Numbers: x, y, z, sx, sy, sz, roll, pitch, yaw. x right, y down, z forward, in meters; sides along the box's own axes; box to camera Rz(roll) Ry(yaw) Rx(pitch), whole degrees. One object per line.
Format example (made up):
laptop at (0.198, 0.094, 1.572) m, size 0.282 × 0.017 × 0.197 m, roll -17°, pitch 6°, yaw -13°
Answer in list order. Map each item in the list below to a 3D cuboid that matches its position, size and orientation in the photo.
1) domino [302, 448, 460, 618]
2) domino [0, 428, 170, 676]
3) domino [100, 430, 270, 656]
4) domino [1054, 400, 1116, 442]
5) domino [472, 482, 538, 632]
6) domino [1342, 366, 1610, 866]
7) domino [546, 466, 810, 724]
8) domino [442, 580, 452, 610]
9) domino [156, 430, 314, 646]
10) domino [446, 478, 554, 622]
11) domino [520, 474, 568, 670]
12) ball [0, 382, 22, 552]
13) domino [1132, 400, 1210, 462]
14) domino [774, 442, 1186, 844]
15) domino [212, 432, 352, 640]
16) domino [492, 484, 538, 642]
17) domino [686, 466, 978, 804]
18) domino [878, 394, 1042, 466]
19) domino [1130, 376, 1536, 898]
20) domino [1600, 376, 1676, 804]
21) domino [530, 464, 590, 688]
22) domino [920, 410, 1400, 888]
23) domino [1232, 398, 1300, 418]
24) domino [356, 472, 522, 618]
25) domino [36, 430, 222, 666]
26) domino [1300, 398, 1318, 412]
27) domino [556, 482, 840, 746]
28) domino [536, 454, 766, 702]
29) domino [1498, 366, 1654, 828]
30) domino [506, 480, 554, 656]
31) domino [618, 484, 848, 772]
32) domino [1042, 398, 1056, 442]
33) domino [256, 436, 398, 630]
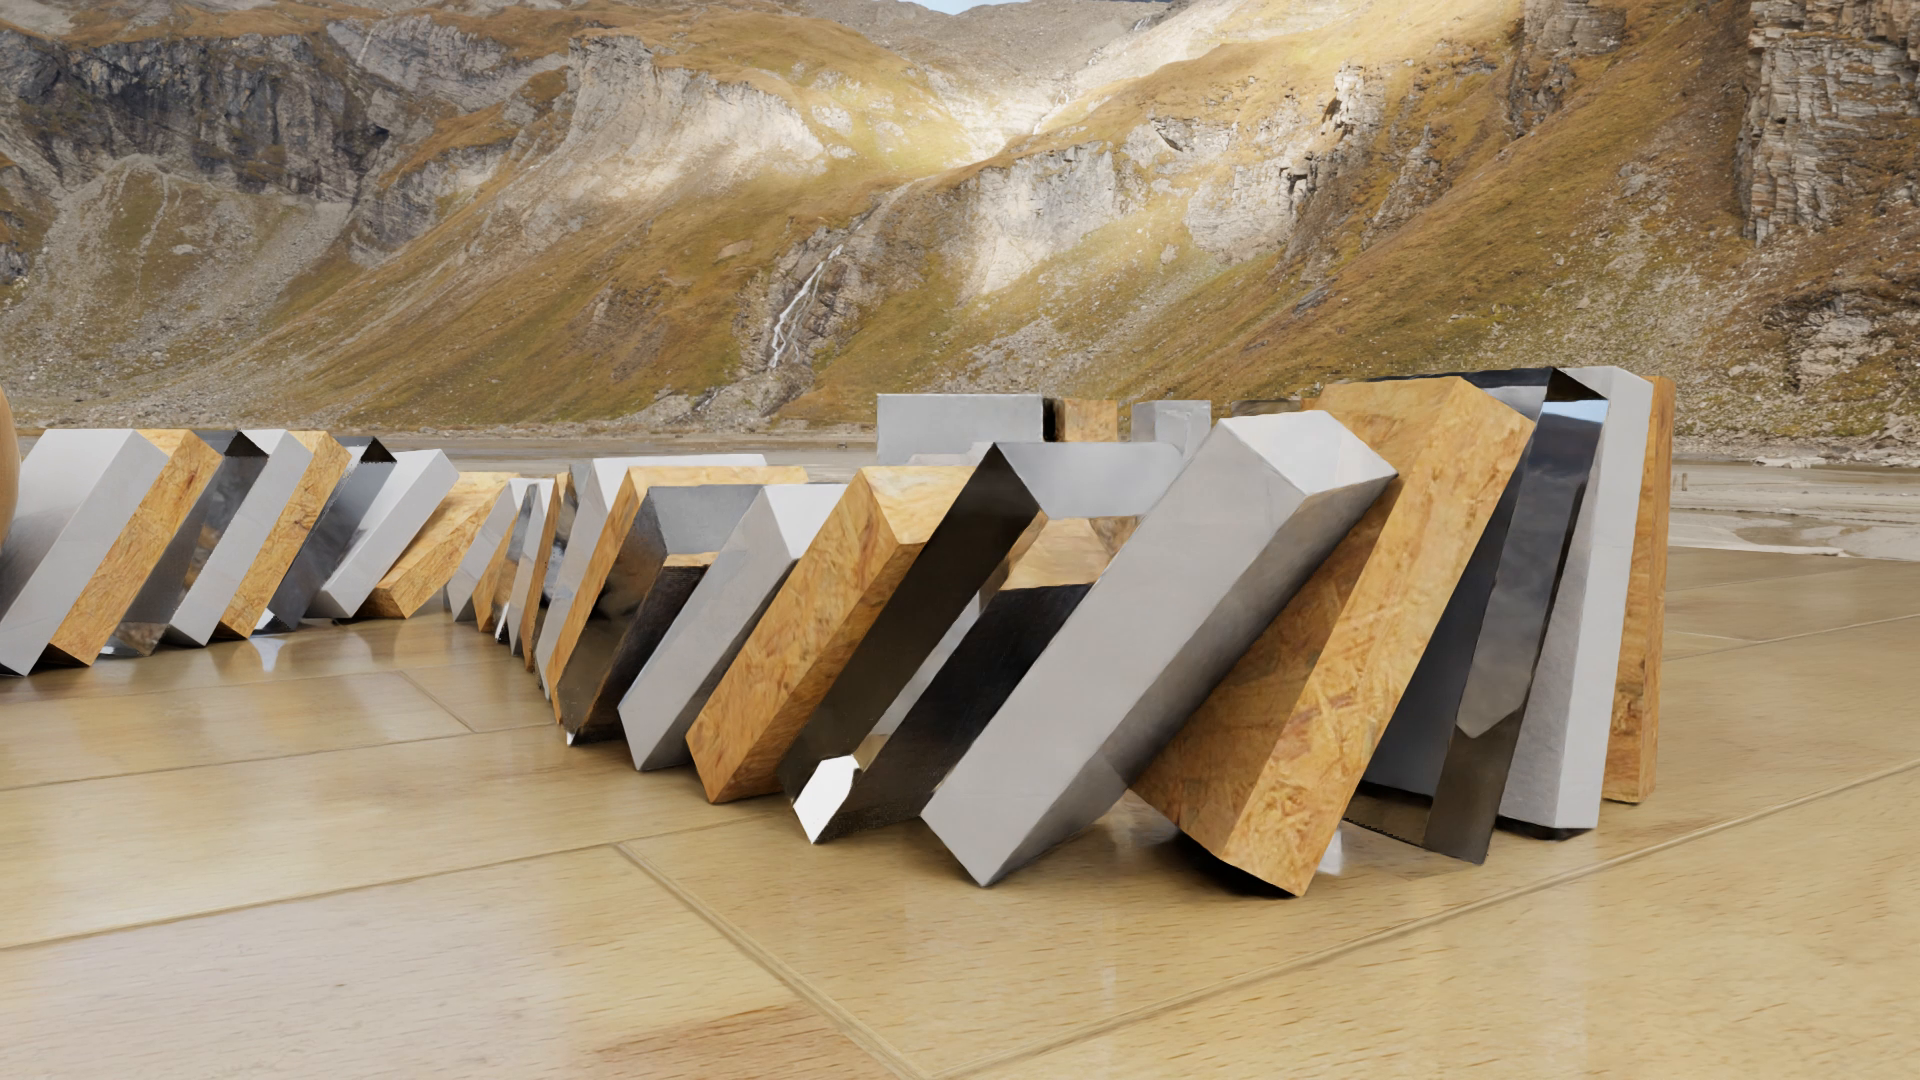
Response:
domino at (-0.150, -0.002, 0.321) m, size 0.025 × 0.010 × 0.050 m, roll -2°, pitch 44°, yaw 23°
domino at (-0.178, 0.001, 0.248) m, size 0.025 × 0.050 × 0.010 m, roll 2°, pitch -33°, yaw 21°
domino at (-0.170, 0.000, 0.270) m, size 0.025 × 0.050 × 0.009 m, roll 2°, pitch -33°, yaw 21°
domino at (0.018, 0.000, 0.231) m, size 0.009 × 0.050 × 0.025 m, roll -1°, pitch 4°, yaw -17°
domino at (-0.088, 0.004, 0.282) m, size 0.025 × 0.009 × 0.050 m, roll -3°, pitch -27°, yaw -37°
domino at (0.050, 0.007, 0.140) m, size 0.010 × 0.050 × 0.025 m, roll 20°, pitch -6°, yaw -28°
domino at (-0.041, 0.009, 0.186) m, size 0.025 × 0.009 × 0.050 m, roll -2°, pitch -35°, yaw -34°
domino at (-0.108, 0.012, 0.340) m, size 0.050 × 0.009 × 0.025 m, roll -3°, pitch 5°, yaw -34°
domino at (-0.166, -0.001, 0.281) m, size 0.025 × 0.050 × 0.009 m, roll 1°, pitch -33°, yaw 20°
domino at (-0.098, 0.003, 0.296) m, size 0.025 × 0.009 × 0.050 m, roll -2°, pitch -28°, yaw -39°
domino at (-0.062, 0.006, 0.230) m, size 0.025 × 0.009 × 0.050 m, roll -2°, pitch -32°, yaw -28°
ball at (-0.202, -0.013, 0.208) m, size 0.080 × 0.080 × 0.080 m, roll 0°, pitch 4°, yaw 0°
domino at (0.038, 0.000, 0.234) m, size 0.010 × 0.050 × 0.025 m, roll 0°, pitch 4°, yaw -2°
domino at (0.003, 0.011, 0.133) m, size 0.025 × 0.050 × 0.010 m, roll -4°, pitch 50°, yaw -42°
domino at (-0.163, -0.002, 0.293) m, size 0.025 × 0.050 × 0.010 m, roll 2°, pitch -33°, yaw 21°
domino at (-0.079, 0.005, 0.264) m, size 0.025 × 0.010 × 0.050 m, roll -2°, pitch -28°, yaw -30°
domino at (-0.010, 0.012, 0.146) m, size 0.025 × 0.009 × 0.050 m, roll -4°, pitch -36°, yaw -39°
domino at (0.000, 0.002, 0.201) m, size 0.025 × 0.050 × 0.009 m, roll 0°, pitch 4°, yaw 0°
domino at (0.036, 0.008, 0.132) m, size 0.009 × 0.050 × 0.025 m, roll 27°, pitch -1°, yaw -14°
domino at (0.074, 0.005, 0.161) m, size 0.025 × 0.050 × 0.009 m, roll 4°, pitch 3°, yaw 39°
domino at (-0.055, 0.007, 0.213) m, size 0.025 × 0.010 × 0.050 m, roll -3°, pitch -35°, yaw -28°
domino at (0.019, 0.010, 0.124) m, size 0.009 × 0.050 × 0.025 m, roll 46°, pitch 29°, yaw 21°
domino at (0.057, 0.000, 0.230) m, size 0.009 × 0.050 × 0.025 m, roll 2°, pitch 5°, yaw 29°
domino at (-0.137, 0.000, 0.333) m, size 0.025 × 0.010 × 0.050 m, roll 2°, pitch 37°, yaw 27°
domino at (-0.174, 0.000, 0.259) m, size 0.025 × 0.050 × 0.009 m, roll 2°, pitch -33°, yaw 21°
domino at (0.069, 0.001, 0.216) m, size 0.025 × 0.050 × 0.009 m, roll -2°, pitch 5°, yaw -29°
domino at (-0.035, 0.011, 0.172) m, size 0.025 × 0.009 × 0.050 m, roll -3°, pitch -32°, yaw -33°
domino at (-0.048, 0.007, 0.198) m, size 0.025 × 0.009 × 0.050 m, roll -4°, pitch -34°, yaw -32°
domino at (0.063, 0.006, 0.150) m, size 0.010 × 0.050 × 0.025 m, roll 10°, pitch -3°, yaw -38°
domino at (-0.071, 0.006, 0.247) m, size 0.025 × 0.010 × 0.050 m, roll -2°, pitch -29°, yaw -28°
domino at (-0.022, 0.012, 0.160) m, size 0.025 × 0.009 × 0.050 m, roll -3°, pitch -32°, yaw -38°
domino at (0.003, 0.001, 0.220) m, size 0.025 × 0.050 × 0.010 m, roll 2°, pitch 5°, yaw 24°
domino at (-0.158, -0.002, 0.306) m, size 0.025 × 0.050 × 0.010 m, roll 1°, pitch -36°, yaw 21°
